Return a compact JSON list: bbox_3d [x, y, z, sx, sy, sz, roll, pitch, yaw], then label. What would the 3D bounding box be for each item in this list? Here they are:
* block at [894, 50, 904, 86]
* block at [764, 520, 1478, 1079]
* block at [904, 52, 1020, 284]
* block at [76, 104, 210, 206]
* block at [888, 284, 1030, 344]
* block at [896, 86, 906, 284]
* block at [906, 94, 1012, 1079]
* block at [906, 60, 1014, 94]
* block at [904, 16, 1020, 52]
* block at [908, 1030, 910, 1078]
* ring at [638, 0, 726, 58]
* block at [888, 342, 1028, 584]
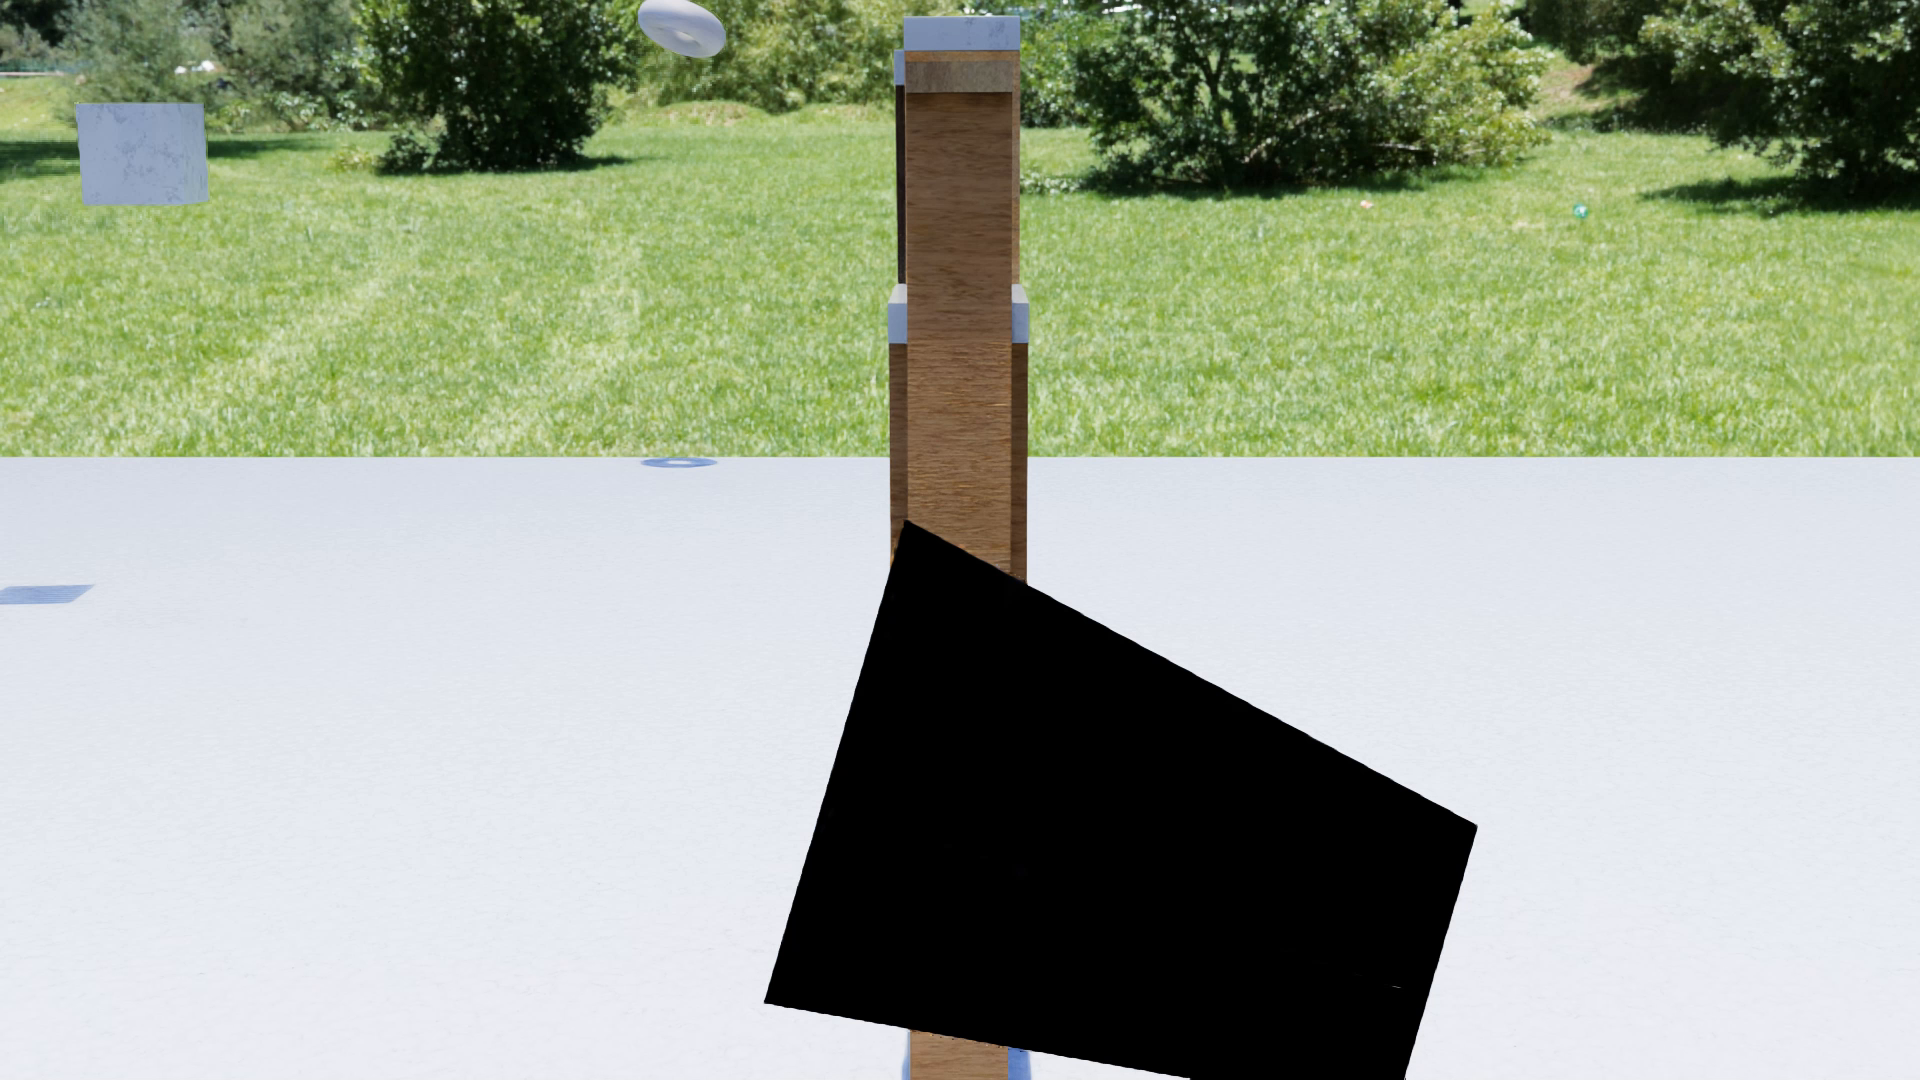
[{"bbox_3d":[-0.006,-0.728,3.410,0.178,0.050,0.356,0,11,1],"label":"block"},{"bbox_3d":[0.064,0.140,0.889,0.286,0.286,0.286,16,36,9],"label":"block"},{"bbox_3d":[0.003,-0.506,3.000,0.155,0.310,0.044,0,9,0],"label":"block"},{"bbox_3d":[-1.980,-0.938,5.338,0.237,0.237,0.237,-1,11,-6],"label":"block"},{"bbox_3d":[-0.002,-0.296,2.849,0.172,0.049,0.345,0,10,0],"label":"block"},{"bbox_3d":[-0.005,-0.452,3.340,0.178,0.466,0.050,0,10,0],"label":"block"},{"bbox_3d":[-0.001,0.109,2.715,0.125,1.294,0.035,0,11,0],"label":"block"},{"bbox_3d":[-0.002,-0.560,2.675,0.125,0.035,0.249,0,10,0],"label":"block"},{"bbox_3d":[0.001,-0.701,3.072,0.155,0.044,0.310,-1,10,-1],"label":"block"},{"bbox_3d":[-0.005,0.589,2.951,0.132,0.265,0.037,0,11,0],"label":"block"},{"bbox_3d":[-0.938,-1.729,7.417,0.308,0.103,0.308,17,-11,3],"label":"ring"},{"bbox_3d":[-0.002,-0.081,2.773,0.172,0.345,0.049,0,11,0],"label":"block"}]
